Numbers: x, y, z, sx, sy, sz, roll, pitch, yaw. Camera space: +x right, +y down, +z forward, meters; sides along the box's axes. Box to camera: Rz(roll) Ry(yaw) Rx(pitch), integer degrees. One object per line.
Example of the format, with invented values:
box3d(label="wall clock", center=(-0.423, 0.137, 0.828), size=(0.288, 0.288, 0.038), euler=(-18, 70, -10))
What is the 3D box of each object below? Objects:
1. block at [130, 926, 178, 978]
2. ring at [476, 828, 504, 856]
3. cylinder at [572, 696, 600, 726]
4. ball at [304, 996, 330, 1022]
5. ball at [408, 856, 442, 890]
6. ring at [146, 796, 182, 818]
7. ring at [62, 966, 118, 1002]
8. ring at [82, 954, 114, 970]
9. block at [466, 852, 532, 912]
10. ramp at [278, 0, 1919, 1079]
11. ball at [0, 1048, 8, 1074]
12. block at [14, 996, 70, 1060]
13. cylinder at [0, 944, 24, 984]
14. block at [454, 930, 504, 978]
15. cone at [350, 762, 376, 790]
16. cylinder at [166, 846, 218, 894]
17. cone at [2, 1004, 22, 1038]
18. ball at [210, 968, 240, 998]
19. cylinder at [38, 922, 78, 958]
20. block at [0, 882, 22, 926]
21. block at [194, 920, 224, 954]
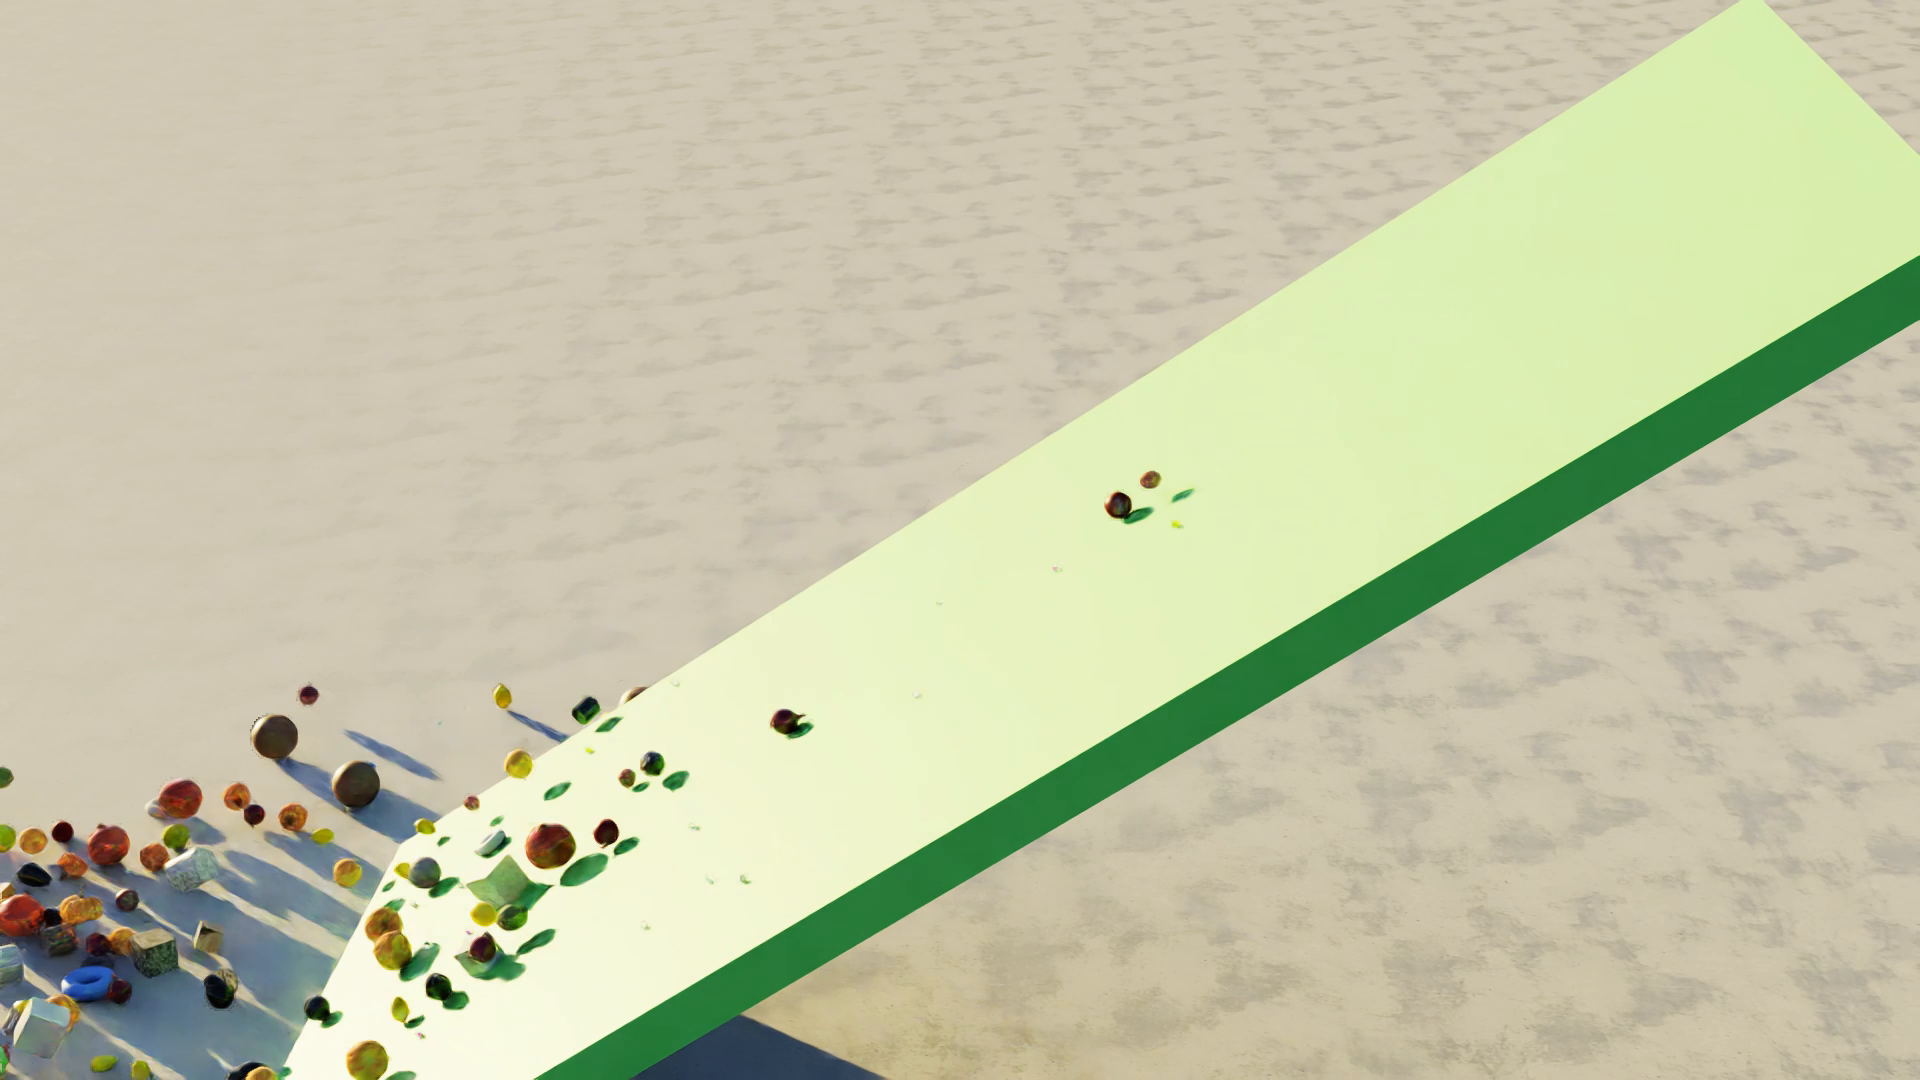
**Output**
box3d(label="block", center=(-1.991, 1.020, 7.272), size=(0.082, 0.082, 0.082), euler=(-17, 27, -36))
box3d(label="ring", center=(-1.143, 0.737, 7.156), size=(0.086, 0.029, 0.086), euler=(-37, 13, 10))
box3d(label="cylinder", center=(-0.955, 0.436, 7.516), size=(0.053, 0.053, 0.053), euler=(16, 48, 36))
box3d(label="ball", center=(-1.486, 1.084, 6.806), size=(0.060, 0.060, 0.060), euler=(0, 21, 0))
box3d(label="ball", center=(-1.307, 0.813, 7.184), size=(0.081, 0.081, 0.081), euler=(0, 21, 0))
box3d(label="ring", center=(-2.190, 0.733, 8.087), size=(0.094, 0.031, 0.094), euler=(-1, 22, 0))
box3d(label="ring", center=(-2.121, 1.082, 7.165), size=(0.134, 0.045, 0.134), euler=(-1, 20, 0))
box3d(label="ring", center=(-2.130, 1.051, 7.271), size=(0.078, 0.026, 0.078), euler=(0, 21, 0))
box3d(label="block", center=(-1.054, 0.782, 6.715), size=(0.088, 0.088, 0.088), euler=(-20, 22, 45))
box3d(label="ramp", center=(0.137, 0.173, 6.303), size=(4.000, 0.100, 2.000), euler=(-32, 16, 15))
box3d(label="ball", center=(-2.085, 1.118, 6.310), size=(0.077, 0.077, 0.077), euler=(0, 21, 0))
box3d(label="block", center=(-2.120, 1.127, 6.789), size=(0.092, 0.092, 0.092), euler=(26, 10, -22))
box3d(label="cylinder", center=(-2.352, 1.043, 7.201), size=(0.090, 0.090, 0.090), euler=(-14, 25, -32))
box3d(label="block", center=(-1.044, 0.899, 6.388), size=(0.065, 0.065, 0.065), euler=(-24, 19, 38))
box3d(label="cone", center=(-1.654, 0.673, 8.215), size=(0.077, 0.077, 0.077), euler=(-12, 41, -28))
box3d(label="cylinder", center=(-1.994, 0.855, 7.635), size=(0.094, 0.094, 0.094), euler=(-26, 13, 21))
box3d(label="cone", center=(-2.248, 1.134, 6.993), size=(0.071, 0.071, 0.071), euler=(0, 21, 0))
box3d(label="ball", center=(-1.787, 1.077, 7.143), size=(0.070, 0.070, 0.070), euler=(0, 21, 0))
box3d(label="cylinder", center=(-2.251, 0.998, 7.340), size=(0.073, 0.073, 0.073), euler=(-12, 24, -36))
box3d(label="block", center=(-2.455, 0.931, 7.479), size=(0.082, 0.082, 0.082), euler=(-9, 19, 15))
box3d(label="block", center=(-1.874, 0.990, 7.335), size=(0.057, 0.057, 0.057), euler=(19, 4, -19))
